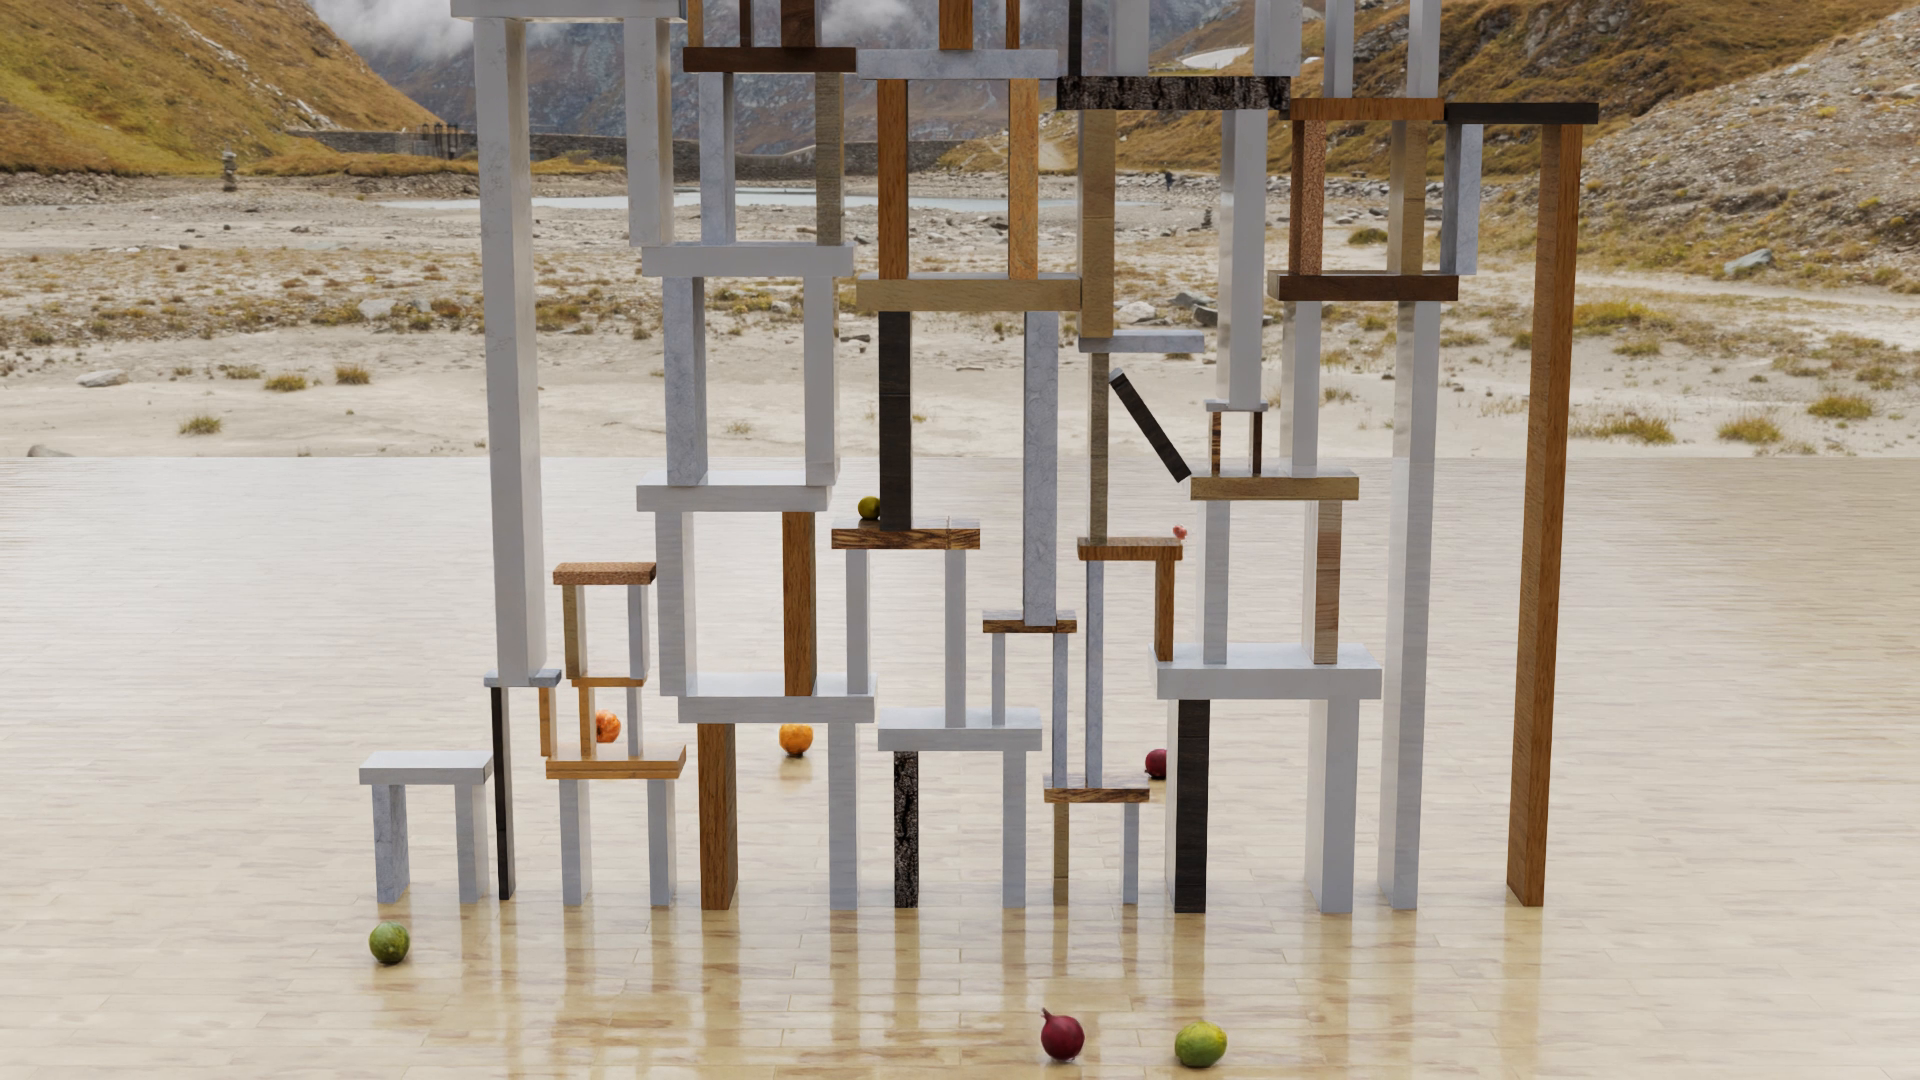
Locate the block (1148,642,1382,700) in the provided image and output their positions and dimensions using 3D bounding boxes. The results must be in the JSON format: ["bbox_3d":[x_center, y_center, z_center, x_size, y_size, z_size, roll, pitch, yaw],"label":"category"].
[{"bbox_3d":[0.494,0.213,3.596,0.358,0.051,0.179,0,11,0],"label":"block"}]

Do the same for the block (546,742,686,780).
[{"bbox_3d":[-0.565,0.364,3.624,0.215,0.030,0.108,0,11,0],"label":"block"}]

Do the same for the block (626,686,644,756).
[{"bbox_3d":[-0.535,0.291,3.615,0.016,0.116,0.058,0,11,0],"label":"block"}]

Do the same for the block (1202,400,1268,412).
[{"bbox_3d":[0.441,-0.215,3.519,0.099,0.014,0.050,0,11,0],"label":"block"}]

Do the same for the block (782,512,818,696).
[{"bbox_3d":[-0.260,0.089,3.573,0.043,0.301,0.150,0,10,0],"label":"block"}]

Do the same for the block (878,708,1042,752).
[{"bbox_3d":[0.000,0.311,3.615,0.266,0.038,0.133,0,11,0],"label":"block"}]

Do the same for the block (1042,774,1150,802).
[{"bbox_3d":[0.224,0.410,3.632,0.172,0.024,0.086,0,11,0],"label":"block"}]

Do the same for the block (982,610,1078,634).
[{"bbox_3d":[0.113,0.132,3.581,0.152,0.022,0.076,0,11,0],"label":"block"}]

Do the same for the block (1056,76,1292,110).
[{"bbox_3d":[0.328,-0.695,3.423,0.347,0.049,0.174,0,11,0],"label":"block"}]

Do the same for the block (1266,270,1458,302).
[{"bbox_3d":[0.635,-0.403,3.481,0.278,0.039,0.139,0,11,0],"label":"block"}]

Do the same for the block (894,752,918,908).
[{"bbox_3d":[-0.089,0.460,3.643,0.038,0.266,0.133,0,11,0],"label":"block"}]

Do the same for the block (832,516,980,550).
[{"bbox_3d":[-0.086,-0.012,3.554,0.237,0.034,0.118,0,11,0],"label":"block"}]

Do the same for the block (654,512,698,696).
[{"bbox_3d":[-0.460,0.089,3.572,0.043,0.301,0.150,0,11,0],"label":"block"}]

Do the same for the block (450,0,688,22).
[{"bbox_3d":[-0.598,-0.829,3.401,0.344,0.049,0.172,0,11,-1],"label":"block"}]

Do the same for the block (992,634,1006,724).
[{"bbox_3d":[0.063,0.218,3.596,0.022,0.152,0.076,0,11,0],"label":"block"}]

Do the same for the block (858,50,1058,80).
[{"bbox_3d":[-0.003,-0.738,3.417,0.304,0.043,0.152,0,11,0],"label":"block"}]

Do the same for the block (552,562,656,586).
[{"bbox_3d":[-0.576,0.054,3.567,0.156,0.022,0.078,0,11,0],"label":"block"}]

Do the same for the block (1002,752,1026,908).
[{"bbox_3d":[0.089,0.460,3.643,0.038,0.266,0.133,0,11,0],"label":"block"}]

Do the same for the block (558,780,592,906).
[{"bbox_3d":[-0.637,0.485,3.646,0.030,0.215,0.108,0,11,0],"label":"block"}]

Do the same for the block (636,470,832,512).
[{"bbox_3d":[-0.360,-0.079,3.541,0.301,0.043,0.150,0,11,0],"label":"block"}]

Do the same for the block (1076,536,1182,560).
[{"bbox_3d":[0.274,0.014,3.560,0.166,0.023,0.083,0,11,0],"label":"block"}]

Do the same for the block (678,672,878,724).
[{"bbox_3d":[-0.295,0.258,3.607,0.315,0.045,0.158,0,11,0],"label":"block"}]

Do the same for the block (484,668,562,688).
[{"bbox_3d":[-0.715,0.226,3.600,0.117,0.017,0.059,0,11,-1],"label":"block"}]

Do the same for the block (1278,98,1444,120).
[{"bbox_3d":[0.626,-0.673,3.438,0.237,0.034,0.118,0,11,0],"label":"block"}]

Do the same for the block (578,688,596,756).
[{"bbox_3d":[-0.612,0.291,3.615,0.016,0.116,0.058,0,11,0],"label":"block"}]

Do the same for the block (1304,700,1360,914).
[{"bbox_3d":[0.613,0.414,3.633,0.051,0.358,0.179,0,11,0],"label":"block"}]

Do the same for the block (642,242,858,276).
[{"bbox_3d":[-0.328,-0.444,3.474,0.327,0.046,0.163,0,11,0],"label":"block"}]

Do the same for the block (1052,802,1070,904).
[{"bbox_3d":[0.166,0.506,3.650,0.024,0.172,0.086,0,11,0],"label":"block"}]

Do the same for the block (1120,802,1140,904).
[{"bbox_3d":[0.281,0.506,3.650,0.024,0.172,0.086,0,11,0],"label":"block"}]

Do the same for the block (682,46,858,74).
[{"bbox_3d":[-0.291,-0.746,3.422,0.264,0.037,0.132,0,11,0],"label":"block"}]

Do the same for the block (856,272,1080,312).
[{"bbox_3d":[0.013,-0.394,3.488,0.346,0.049,0.173,0,11,0],"label":"block"}]

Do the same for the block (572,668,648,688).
[{"bbox_3d":[-0.574,0.226,3.603,0.116,0.016,0.058,0,11,0],"label":"block"}]

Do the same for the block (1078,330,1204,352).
[{"bbox_3d":[0.287,-0.317,3.499,0.195,0.028,0.098,0,11,2],"label":"block"}]

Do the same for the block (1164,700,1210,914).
[{"bbox_3d":[0.374,0.414,3.633,0.051,0.358,0.179,0,11,0],"label":"block"}]

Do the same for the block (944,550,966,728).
[{"bbox_3d":[-0.007,0.148,3.584,0.034,0.293,0.118,0,11,0],"label":"block"}]

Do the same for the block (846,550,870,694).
[{"bbox_3d":[-0.165,0.121,3.579,0.034,0.237,0.118,0,11,0],"label":"block"}]

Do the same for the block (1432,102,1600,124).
[{"bbox_3d":[0.865,-0.665,3.432,0.230,0.033,0.115,0,11,0],"label":"block"}]

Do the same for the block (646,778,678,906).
[{"bbox_3d":[-0.494,0.485,3.646,0.030,0.215,0.108,0,11,0],"label":"block"}]

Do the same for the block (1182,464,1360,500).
[{"bbox_3d":[0.498,-0.093,3.544,0.266,0.038,0.133,0,11,0],"label":"block"}]

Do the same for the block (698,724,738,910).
[{"bbox_3d":[-0.400,0.435,3.640,0.045,0.315,0.158,0,11,0],"label":"block"}]

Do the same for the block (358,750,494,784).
[{"bbox_3d":[-0.878,0.376,3.634,0.203,0.029,0.101,0,11,0],"label":"block"}]

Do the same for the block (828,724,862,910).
[{"bbox_3d":[-0.190,0.435,3.640,0.045,0.315,0.158,0,11,0],"label":"block"}]
